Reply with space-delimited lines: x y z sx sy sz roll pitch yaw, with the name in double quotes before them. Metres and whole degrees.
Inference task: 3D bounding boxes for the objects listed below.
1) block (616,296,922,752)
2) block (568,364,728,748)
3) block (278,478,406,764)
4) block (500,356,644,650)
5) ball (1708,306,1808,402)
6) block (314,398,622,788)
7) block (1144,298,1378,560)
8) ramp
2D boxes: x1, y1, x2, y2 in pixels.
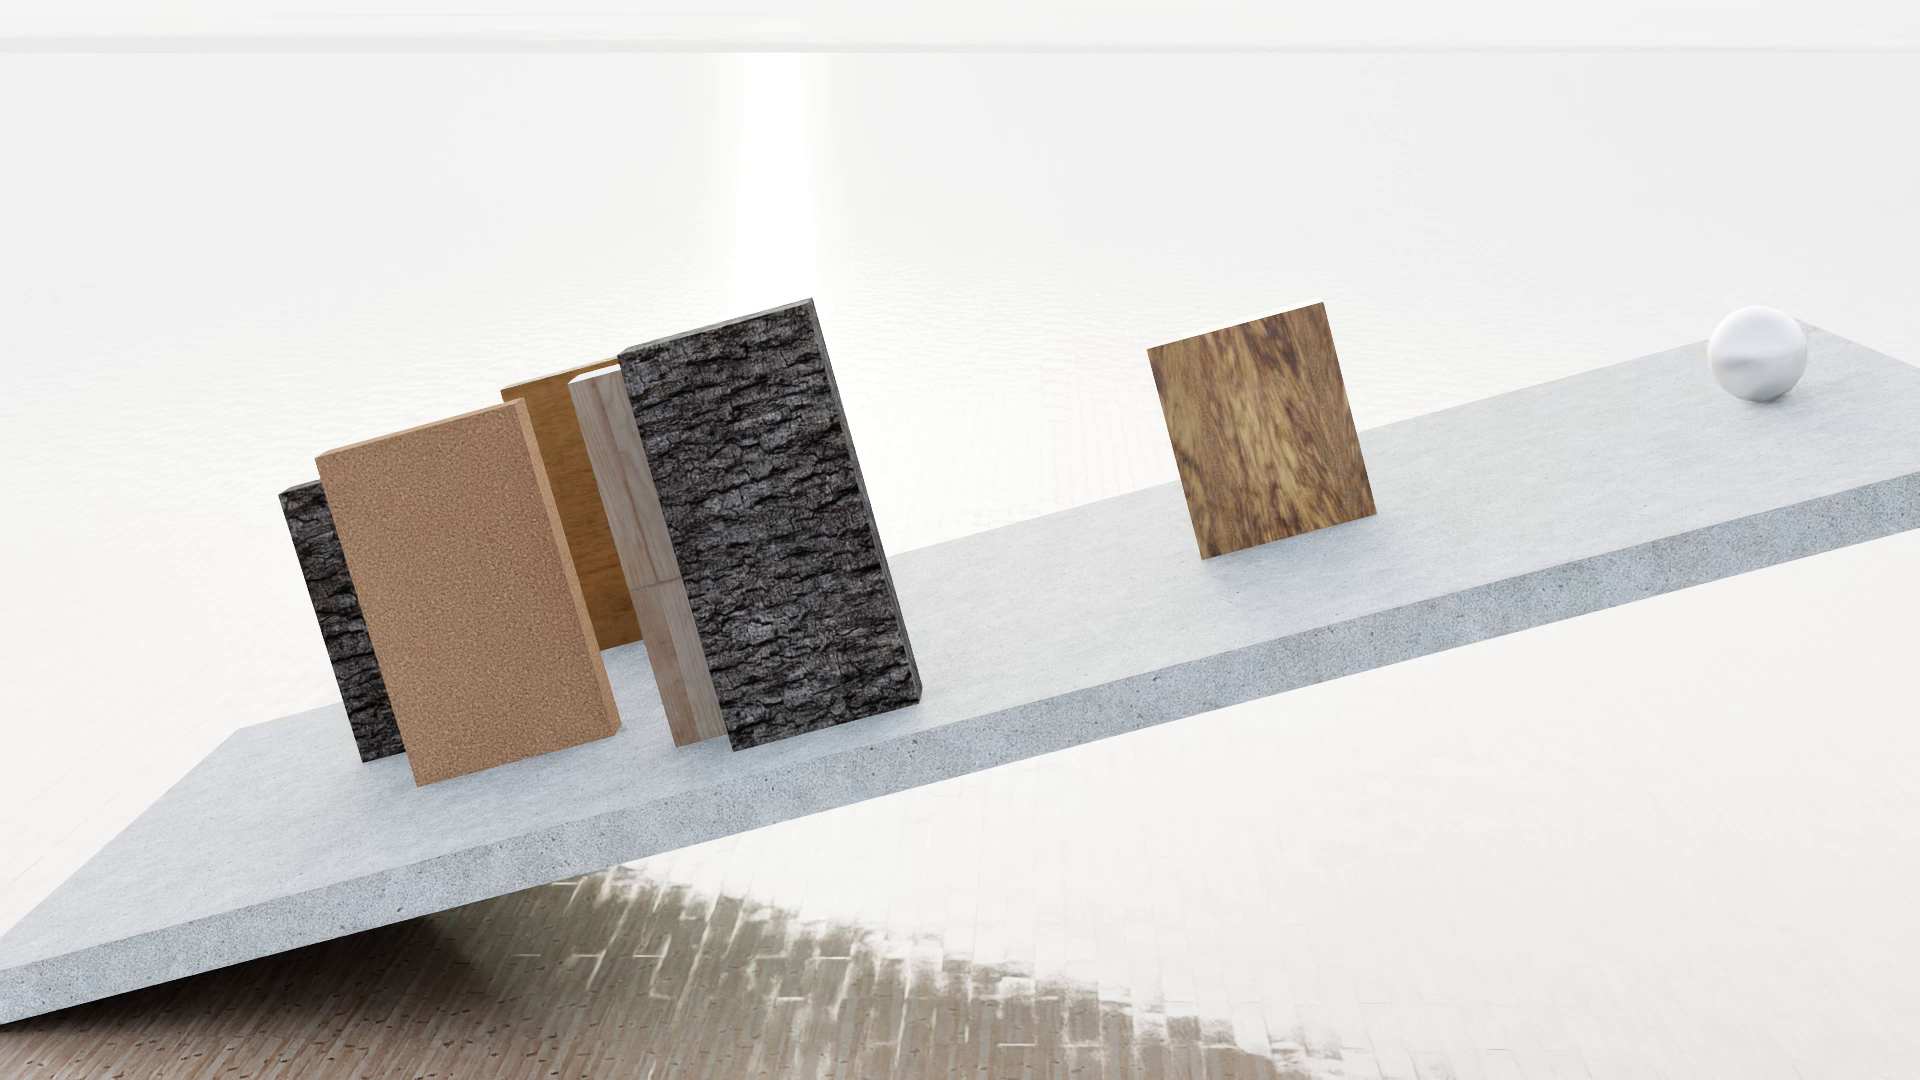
"block" -0.356 -0.029 5.593 0.368 0.786 0.143 -15 9 4
"block" -0.511 0.003 5.783 0.299 0.746 0.146 -15 9 4
"block" -1.194 0.132 6.513 0.442 0.625 0.108 -15 9 4
"block" -0.856 -0.086 7.103 0.314 0.672 0.097 -15 9 4
"ball" 1.683 -0.393 6.203 0.204 0.204 0.204 0 10 0
"block" -1.011 0.109 6.074 0.427 0.714 0.109 -15 9 4
"block" 0.632 -0.234 6.185 0.379 0.462 0.096 -15 9 4
"ramp" 0.081 0.190 6.328 4.000 0.100 2.000 -15 9 4
